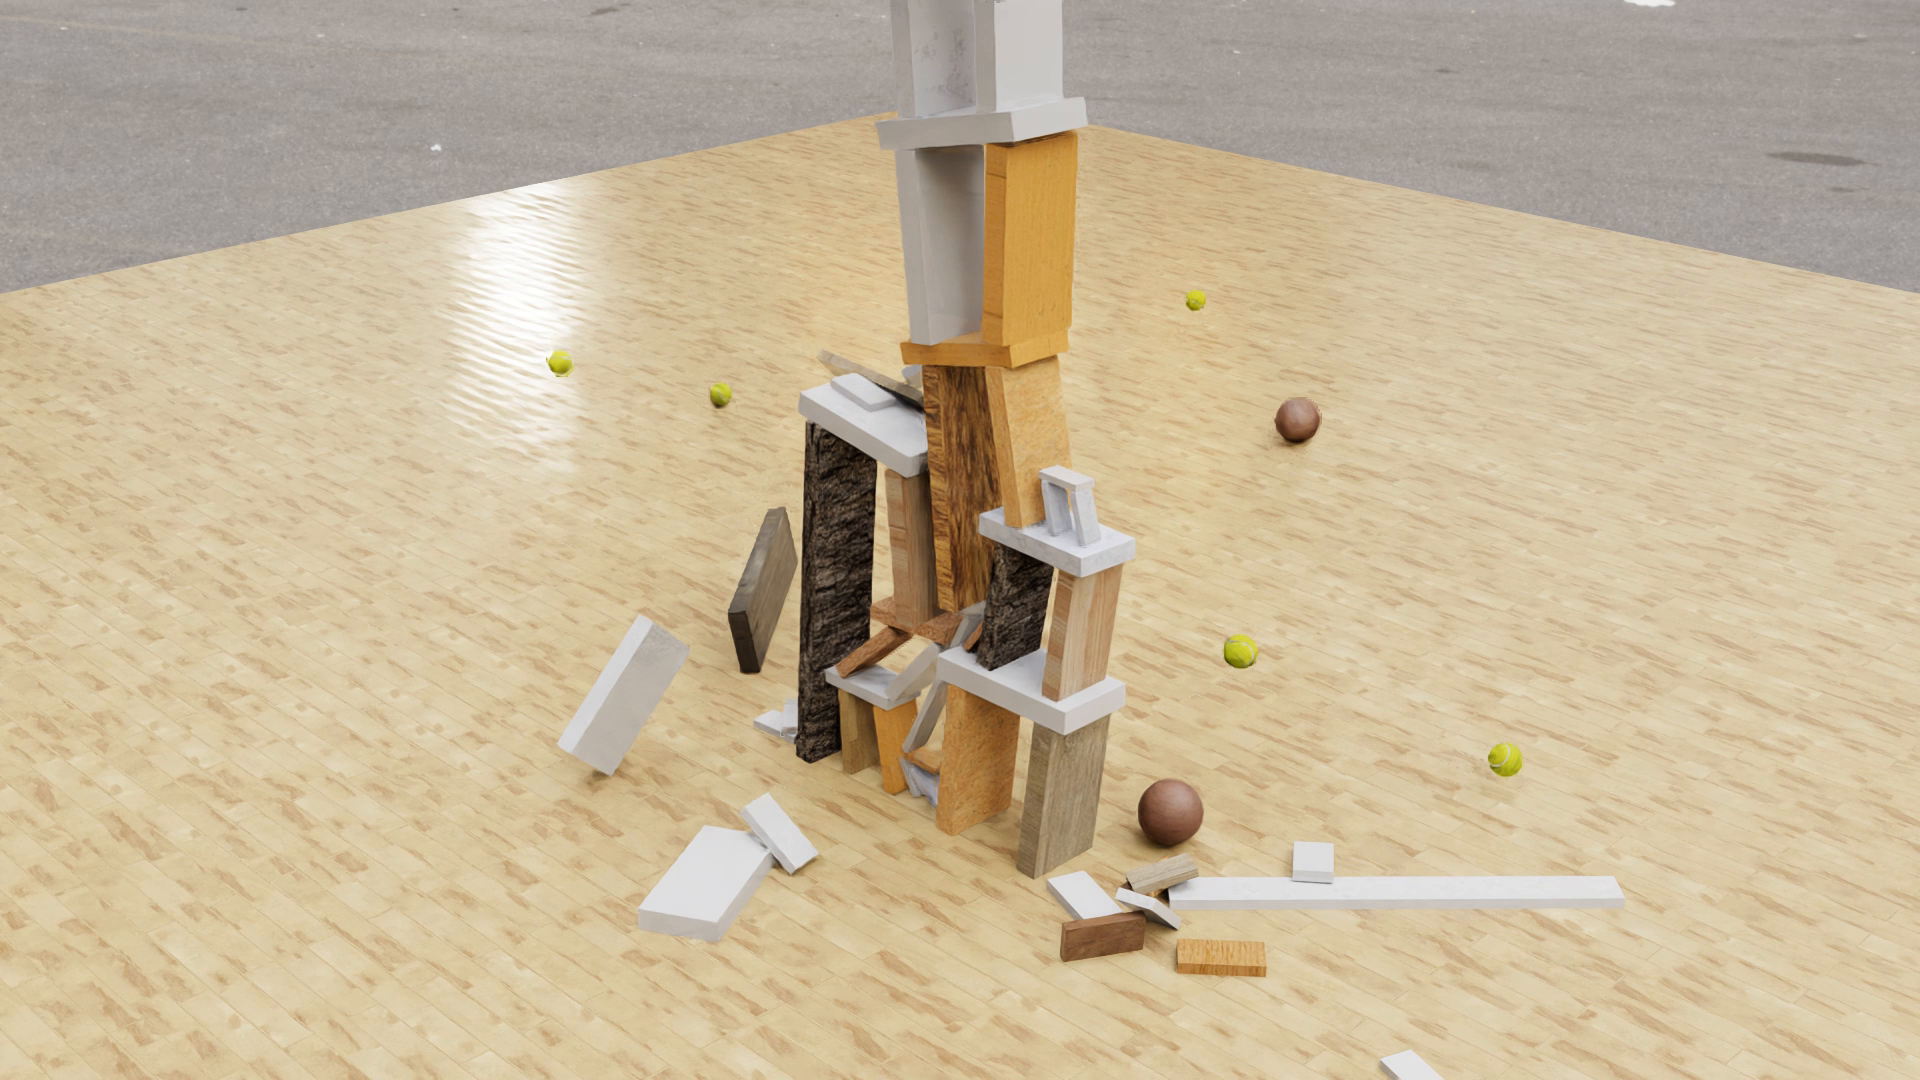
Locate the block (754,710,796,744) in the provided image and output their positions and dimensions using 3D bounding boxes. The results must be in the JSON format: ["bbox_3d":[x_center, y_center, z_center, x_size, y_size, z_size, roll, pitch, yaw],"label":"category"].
[{"bbox_3d":[-0.383,0.406,4.780,0.125,0.018,0.063,18,29,37],"label":"block"}]

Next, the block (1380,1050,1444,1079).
[{"bbox_3d":[0.757,0.892,3.635,0.063,0.018,0.127,-10,25,-23],"label":"block"}]

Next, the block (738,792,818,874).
[{"bbox_3d":[-0.351,0.569,4.265,0.157,0.022,0.078,49,33,9],"label":"block"}]

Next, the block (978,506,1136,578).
[{"bbox_3d":[0.176,-0.007,4.028,0.136,0.039,0.273,-19,29,-37],"label":"block"}]

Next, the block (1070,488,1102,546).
[{"bbox_3d":[0.225,-0.044,3.939,0.014,0.096,0.048,-3,14,42],"label":"block"}]

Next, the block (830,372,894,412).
[{"bbox_3d":[-0.193,-0.292,4.341,0.063,0.018,0.125,-18,39,-38],"label":"block"}]

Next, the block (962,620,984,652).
[{"bbox_3d":[0.052,0.172,4.235,0.055,0.111,0.016,-21,68,-42],"label":"block"}]

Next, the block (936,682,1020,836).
[{"bbox_3d":[0.041,0.409,4.361,0.169,0.337,0.048,-21,38,-41],"label":"block"}]

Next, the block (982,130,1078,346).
[{"bbox_3d":[0.124,-0.535,3.886,0.178,0.356,0.050,-21,32,-40],"label":"block"}]

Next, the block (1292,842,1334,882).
[{"bbox_3d":[0.681,0.620,4.238,0.076,0.022,0.152,2,13,9],"label":"block"}]

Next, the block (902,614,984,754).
[{"bbox_3d":[-0.031,0.283,4.379,0.055,0.392,0.016,-20,56,-42],"label":"block"}]

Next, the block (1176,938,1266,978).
[{"bbox_3d":[0.470,0.752,3.960,0.158,0.022,0.079,2,23,4],"label":"block"}]

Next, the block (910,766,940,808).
[{"bbox_3d":[-0.060,0.500,4.495,0.045,0.013,0.091,-21,71,-40],"label":"block"}]

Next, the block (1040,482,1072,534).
[{"bbox_3d":[0.176,-0.063,3.984,0.048,0.096,0.014,-18,13,-40],"label":"block"}]

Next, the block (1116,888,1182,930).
[{"bbox_3d":[0.345,0.674,4.020,0.076,0.022,0.152,13,-16,29],"label":"block"}]

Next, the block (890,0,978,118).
[{"bbox_3d":[-0.046,-0.930,3.919,0.164,0.329,0.047,-21,26,-40],"label":"block"}]

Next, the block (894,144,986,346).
[{"bbox_3d":[-0.024,-0.552,4.041,0.050,0.355,0.178,13,25,44],"label":"block"}]

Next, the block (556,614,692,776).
[{"bbox_3d":[-0.695,0.323,4.563,0.045,0.315,0.158,26,-10,32],"label":"block"}]

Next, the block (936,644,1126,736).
[{"bbox_3d":[0.133,0.268,4.196,0.169,0.048,0.338,-21,31,-40],"label":"block"}]

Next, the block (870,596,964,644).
[{"bbox_3d":[-0.068,0.152,4.378,0.106,0.030,0.211,-21,27,-40],"label":"block"}]

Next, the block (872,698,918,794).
[{"bbox_3d":[-0.124,0.417,4.533,0.027,0.190,0.095,9,23,45],"label":"block"}]

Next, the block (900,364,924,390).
[{"bbox_3d":[-0.039,-0.350,4.344,0.157,0.022,0.078,-29,-18,-2],"label":"block"}]

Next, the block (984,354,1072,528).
[{"bbox_3d":[0.132,-0.185,4.017,0.148,0.295,0.042,-21,19,-40],"label":"block"}]

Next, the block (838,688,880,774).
[{"bbox_3d":[-0.206,0.386,4.607,0.027,0.190,0.095,17,28,42],"label":"block"}]

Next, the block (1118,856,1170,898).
[{"bbox_3d":[0.368,0.645,4.175,0.127,0.018,0.063,-29,26,-29],"label":"block"}]

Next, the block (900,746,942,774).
[{"bbox_3d":[-0.075,0.445,4.498,0.091,0.013,0.045,27,35,27],"label":"block"}]

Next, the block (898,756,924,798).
[{"bbox_3d":[-0.093,0.479,4.523,0.045,0.091,0.013,-22,1,-41],"label":"block"}]

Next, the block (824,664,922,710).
[{"bbox_3d":[-0.180,0.295,4.542,0.095,0.027,0.190,-21,30,-40],"label":"block"}]

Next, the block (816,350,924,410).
[{"bbox_3d":[-0.163,-0.312,4.451,0.022,0.078,0.372,-52,39,-10],"label":"block"}]

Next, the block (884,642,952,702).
[{"bbox_3d":[-0.059,0.249,4.406,0.106,0.211,0.030,-21,73,-40],"label":"block"}]

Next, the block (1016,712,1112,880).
[{"bbox_3d":[0.199,0.471,4.213,0.048,0.337,0.169,29,36,37],"label":"block"}]

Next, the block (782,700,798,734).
[{"bbox_3d":[-0.351,0.384,4.786,0.063,0.018,0.125,0,24,-1],"label":"block"}]

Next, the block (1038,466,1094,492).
[{"bbox_3d":[0.191,-0.111,3.957,0.048,0.014,0.096,-17,28,-39],"label":"block"}]

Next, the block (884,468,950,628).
[{"bbox_3d":[-0.064,-0.004,4.302,0.045,0.315,0.157,14,26,42],"label":"block"}]

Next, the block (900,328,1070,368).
[{"bbox_3d":[0.044,-0.358,4.058,0.148,0.042,0.295,-21,18,-40],"label":"block"}]

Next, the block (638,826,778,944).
[{"bbox_3d":[-0.473,0.649,4.174,0.157,0.045,0.315,7,24,16],"label":"block"}]

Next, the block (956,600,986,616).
[{"bbox_3d":[0.047,0.128,4.236,0.055,0.016,0.111,-21,10,-42],"label":"block"}]

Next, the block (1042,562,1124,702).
[{"bbox_3d":[0.226,0.155,4.049,0.136,0.273,0.039,-21,39,-41],"label":"block"}]

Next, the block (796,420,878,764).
[{"bbox_3d":[-0.254,0.098,4.538,0.158,0.773,0.045,-21,35,-40],"label":"block"}]

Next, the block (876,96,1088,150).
[{"bbox_3d":[0.036,-0.737,3.896,0.178,0.050,0.355,-20,18,-39],"label":"block"}]

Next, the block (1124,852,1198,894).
[{"bbox_3d":[0.381,0.632,4.151,0.127,0.018,0.063,-17,22,-4],"label":"block"}]

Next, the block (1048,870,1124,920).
[{"bbox_3d":[0.234,0.677,4.136,0.079,0.022,0.157,-10,25,-22],"label":"block"}]

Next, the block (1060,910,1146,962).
[{"bbox_3d":[0.258,0.716,3.973,0.152,0.076,0.022,-6,33,-14],"label":"block"}]

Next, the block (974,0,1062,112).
[{"bbox_3d":[0.100,-0.907,3.745,0.164,0.328,0.047,-21,28,-40],"label":"block"}]

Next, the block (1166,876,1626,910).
[{"bbox_3d":[0.820,0.667,4.160,0.854,0.022,0.079,0,23,0],"label":"block"}]

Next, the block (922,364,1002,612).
[{"bbox_3d":[0.011,-0.112,4.190,0.148,0.480,0.042,-21,24,-41],"label":"block"}]

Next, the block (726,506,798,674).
[{"bbox_3d":[-0.468,0.112,5.257,0.045,0.158,0.567,-7,25,9],"label":"block"}]

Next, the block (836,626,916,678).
[{"bbox_3d":[-0.158,0.213,4.491,0.106,0.030,0.212,-22,-10,-41],"label":"block"}]

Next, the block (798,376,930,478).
[{"bbox_3d":[-0.153,-0.226,4.300,0.157,0.045,0.315,-22,41,-41],"label":"block"}]

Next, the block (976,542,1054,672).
[{"bbox_3d":[0.111,0.105,4.165,0.136,0.273,0.039,-21,41,-41],"label":"block"}]
